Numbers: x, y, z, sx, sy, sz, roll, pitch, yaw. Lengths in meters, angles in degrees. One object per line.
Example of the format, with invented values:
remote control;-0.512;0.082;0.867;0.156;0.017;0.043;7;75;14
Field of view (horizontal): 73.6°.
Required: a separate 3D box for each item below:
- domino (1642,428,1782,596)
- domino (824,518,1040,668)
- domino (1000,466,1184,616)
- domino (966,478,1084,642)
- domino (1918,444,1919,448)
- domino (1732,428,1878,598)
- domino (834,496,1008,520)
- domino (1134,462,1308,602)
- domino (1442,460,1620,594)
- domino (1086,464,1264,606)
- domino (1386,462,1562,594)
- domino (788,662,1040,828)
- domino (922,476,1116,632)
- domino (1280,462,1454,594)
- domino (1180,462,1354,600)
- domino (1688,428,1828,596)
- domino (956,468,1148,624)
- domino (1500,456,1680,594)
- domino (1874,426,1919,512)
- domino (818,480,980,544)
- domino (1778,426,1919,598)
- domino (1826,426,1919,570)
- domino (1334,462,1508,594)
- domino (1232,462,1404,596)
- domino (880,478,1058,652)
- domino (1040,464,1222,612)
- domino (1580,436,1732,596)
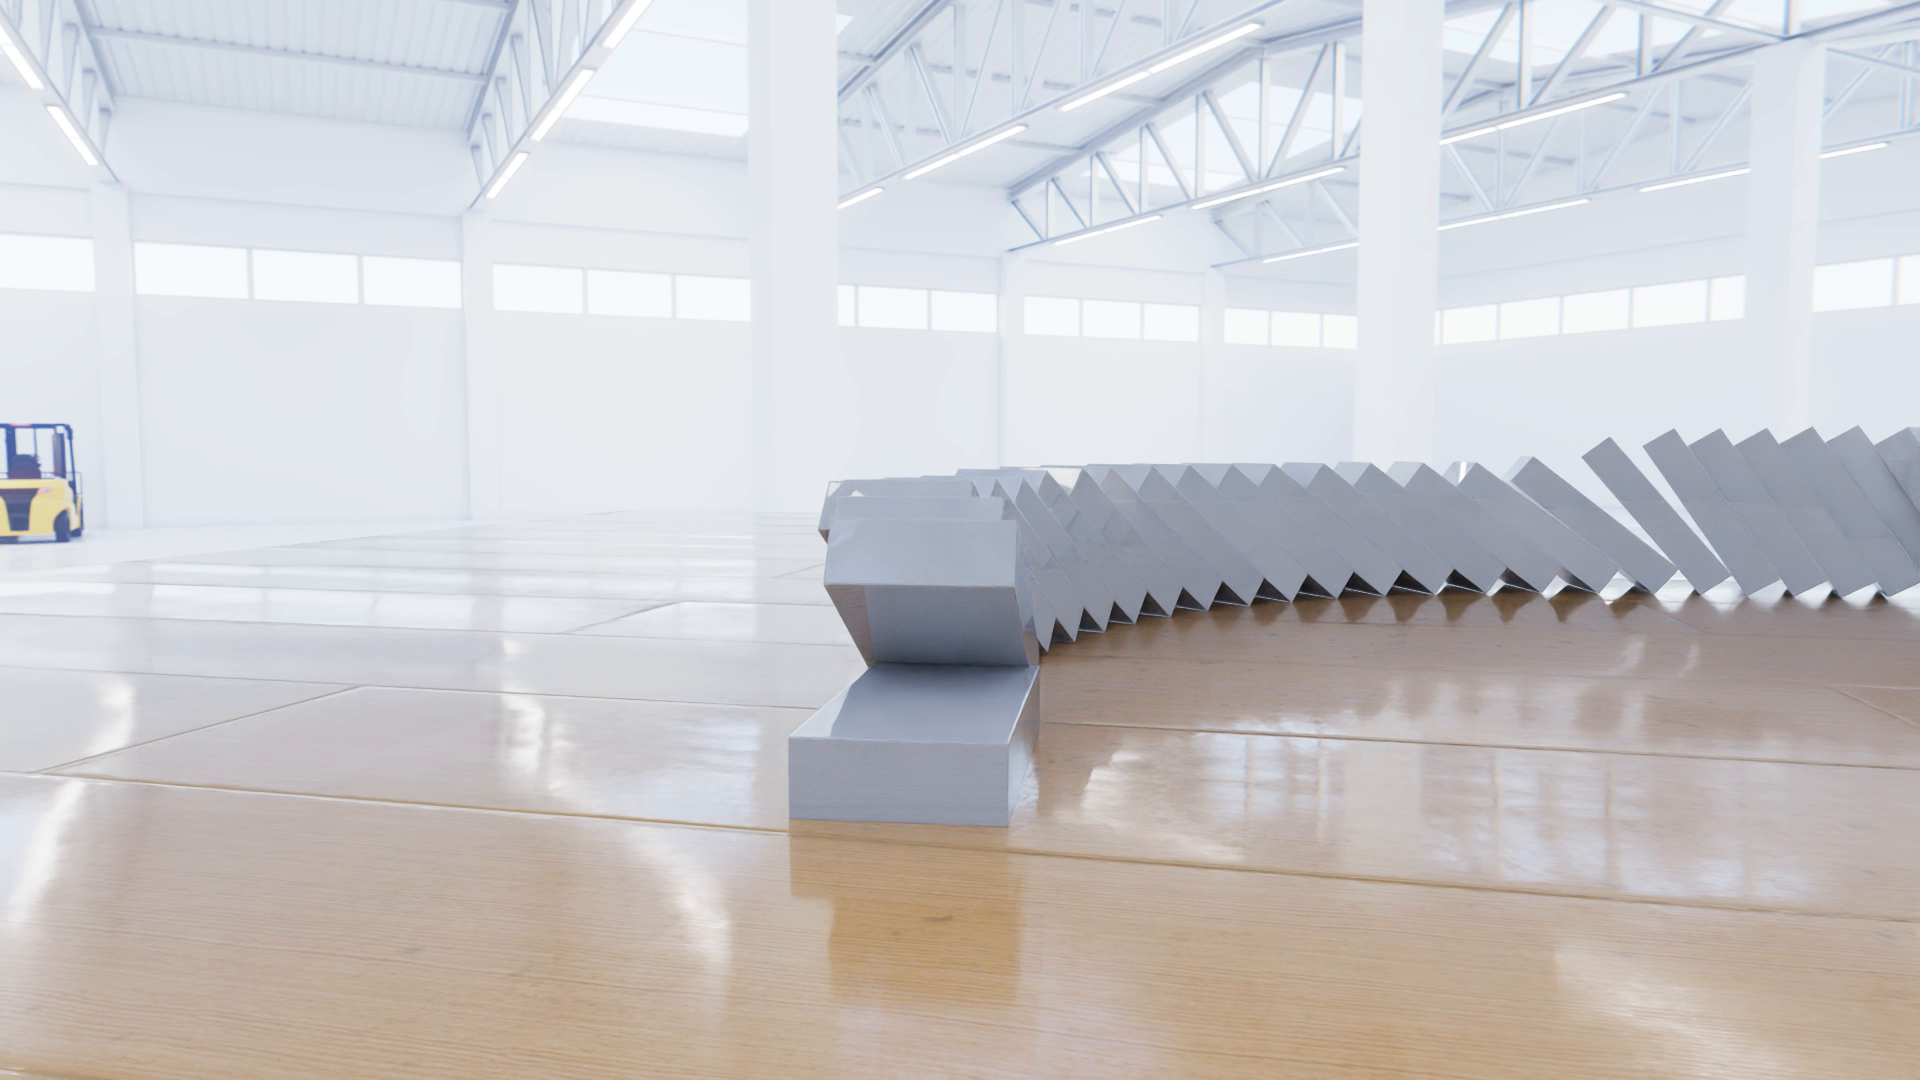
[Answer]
domino;0.217;-0.009;0.372;0.009;0.050;0.025;-35;-13;27
domino;-0.002;0.012;0.190;0.025;0.009;0.050;1;-25;7
domino;0.031;0.001;0.310;0.025;0.009;0.050;4;-30;44
domino;0.005;0.005;0.264;0.025;0.009;0.050;2;-29;29
domino;0.278;-0.006;0.339;0.025;0.050;0.009;-3;-28;-34
domino;0.241;-0.009;0.368;0.009;0.050;0.025;-35;-13;27
domino;-0.003;0.010;0.209;0.025;0.010;0.050;1;-28;9
domino;0.068;-0.002;0.347;0.050;0.010;0.025;38;-13;-24
domino;0.166;-0.004;0.377;0.050;0.009;0.025;37;8;3
domino;0.055;-0.001;0.336;0.050;0.009;0.025;40;-18;-29
domino;0.148;-0.004;0.376;0.050;0.010;0.025;36;4;-2
domino;-0.004;0.025;0.168;0.025;0.009;0.050;1;4;8
domino;0.012;0.004;0.280;0.025;0.009;0.050;3;-29;33
domino;0.115;-0.004;0.369;0.050;0.009;0.025;36;-3;-11
domino;0.083;-0.003;0.356;0.050;0.010;0.025;37;-10;-20
domino;0.229;-0.009;0.370;0.010;0.050;0.025;-35;-13;27
domino;0.020;0.002;0.297;0.025;0.009;0.050;4;-30;40
domino;0.184;-0.005;0.377;0.050;0.009;0.025;41;14;10
domino;0.274;-0.007;0.350;0.025;0.050;0.009;-3;-27;-36
domino;-0.004;0.007;0.228;0.025;0.009;0.050;0;-31;16
domino;0.253;-0.009;0.366;0.009;0.050;0.025;-35;-14;27
domino;0.266;-0.009;0.363;0.009;0.050;0.025;-37;-20;32
domino;0.132;-0.004;0.374;0.050;0.009;0.025;36;1;-5
domino;0.099;-0.003;0.364;0.050;0.010;0.025;36;-5;-14
domino;-0.002;0.006;0.247;0.025;0.009;0.050;1;-30;26
domino;0.042;0.000;0.325;0.050;0.009;0.025;41;-21;-32
domino;0.203;-0.008;0.375;0.009;0.050;0.025;-41;-15;24
